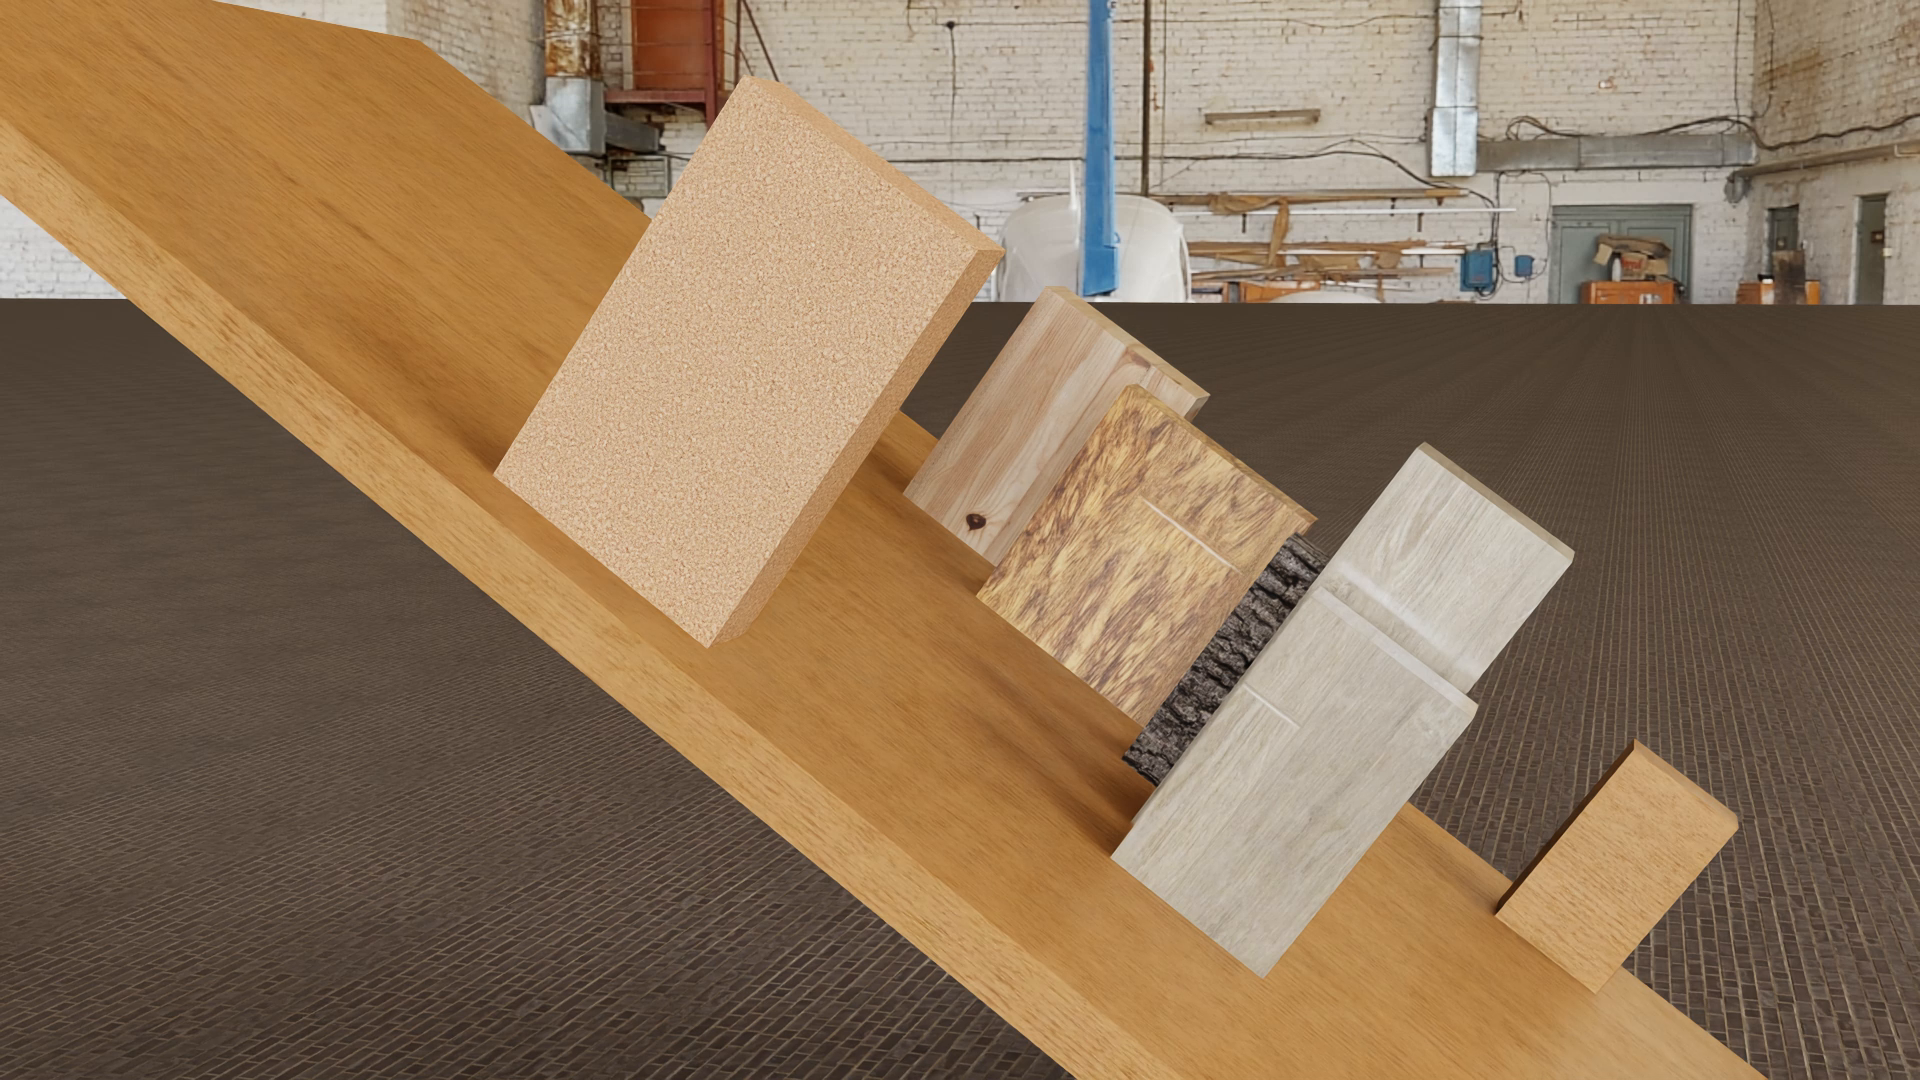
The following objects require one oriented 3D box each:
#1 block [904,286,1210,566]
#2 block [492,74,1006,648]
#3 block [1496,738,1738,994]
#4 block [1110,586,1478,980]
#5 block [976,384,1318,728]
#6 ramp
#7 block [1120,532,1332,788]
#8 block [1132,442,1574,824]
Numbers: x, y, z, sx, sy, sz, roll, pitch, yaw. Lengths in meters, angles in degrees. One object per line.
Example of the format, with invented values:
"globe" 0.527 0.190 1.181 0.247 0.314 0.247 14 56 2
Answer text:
"block" 0.195 -0.195 4.498 0.378 0.523 0.147 38 16 10
"block" -0.319 -0.259 3.255 0.428 0.716 0.145 38 16 10
"block" 1.334 0.663 4.478 0.250 0.448 0.113 38 16 10
"block" 0.522 0.381 3.456 0.304 0.535 0.109 38 16 10
"block" 0.351 0.035 4.180 0.429 0.504 0.094 38 16 10
"ramp" -0.081 0.149 4.077 4.000 0.100 2.000 38 16 10
"block" 0.568 0.286 3.893 0.322 0.502 0.107 38 16 10
"block" 0.642 0.246 3.630 0.299 0.788 0.137 38 16 10
